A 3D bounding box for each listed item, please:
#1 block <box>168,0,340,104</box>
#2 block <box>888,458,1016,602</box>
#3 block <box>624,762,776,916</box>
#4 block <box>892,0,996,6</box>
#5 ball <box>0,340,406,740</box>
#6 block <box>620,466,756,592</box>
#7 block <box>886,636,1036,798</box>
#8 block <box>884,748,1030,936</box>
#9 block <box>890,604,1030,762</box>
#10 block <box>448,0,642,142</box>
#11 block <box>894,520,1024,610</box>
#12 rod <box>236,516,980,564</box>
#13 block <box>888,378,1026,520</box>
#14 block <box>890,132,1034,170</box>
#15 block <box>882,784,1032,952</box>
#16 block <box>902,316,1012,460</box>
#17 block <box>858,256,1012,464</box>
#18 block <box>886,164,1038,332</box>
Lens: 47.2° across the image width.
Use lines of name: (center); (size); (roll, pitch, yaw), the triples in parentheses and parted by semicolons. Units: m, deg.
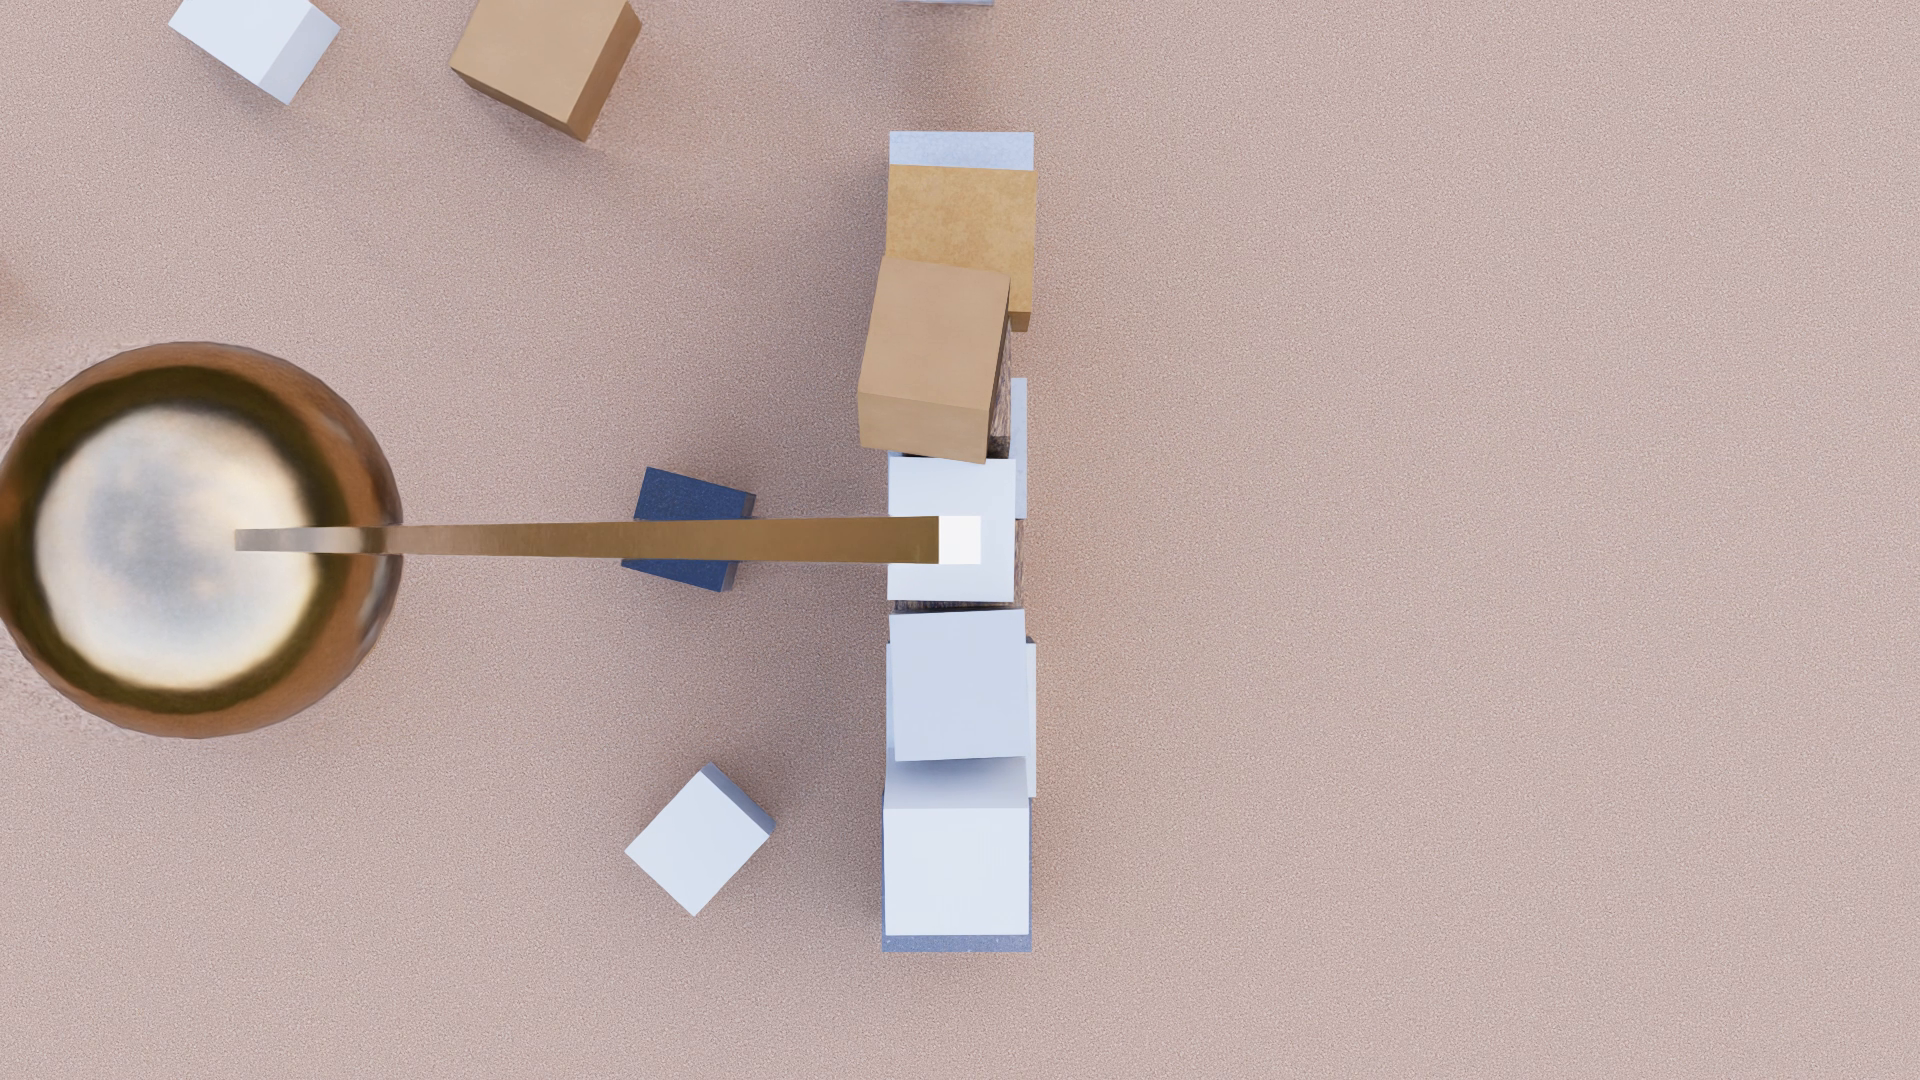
block: (-4.070, -2.972, 12.717); (0.614, 0.565, 0.557); (34, 90, 0)
block: (-0.043, -0.052, 11.815); (0.654, 0.812, 0.740); (1, 90, 0)
block: (-1.491, 1.720, 12.727); (0.543, 0.546, 0.626); (43, 90, 0)
block: (-0.085, -3.462, 12.699); (0.604, 0.586, 0.594); (2, 92, 0)
ball: (-3.047, 0.000, 8.827); (1.600, 1.600, 1.600); (0, 90, 0)
block: (-1.557, -0.059, 12.695); (0.581, 0.610, 0.583); (15, 90, 0)
block: (0.007, 0.991, 12.536); (0.820, 0.928, 0.842); (0, 90, 0)
block: (-0.017, 1.599, 11.748); (0.747, 0.735, 0.734); (0, 110, 0)
block: (-0.001, 0.742, 11.653); (0.691, 0.836, 0.748); (-2, 90, 0)
block: (-2.380, -2.857, 12.688); (0.742, 0.625, 0.778); (26, 90, 0)
block: (-0.006, 0.226, 12.611); (0.723, 0.779, 0.667); (0, 90, 0)
rod: (-1.320, 0.000, 5.898); (0.080, 5.200, 0.080); (0, 90, -31)
block: (-0.015, -0.512, 12.617); (0.773, 0.765, 0.782); (0, 90, 0)
block: (0.006, -1.901, 12.668); (0.807, 0.664, 0.777); (0, 90, 0)
block: (-0.019, 1.856, 12.609); (0.834, 0.782, 0.869); (0, 90, 0)
block: (-0.021, -0.817, 11.920); (0.581, 0.583, 0.663); (0, 79, 0)
block: (-0.130, -0.910, 11.232); (0.654, 0.677, 0.760); (8, 69, 2)
block: (0.002, -1.573, 11.953); (0.782, 0.726, 0.752); (3, 87, 0)
